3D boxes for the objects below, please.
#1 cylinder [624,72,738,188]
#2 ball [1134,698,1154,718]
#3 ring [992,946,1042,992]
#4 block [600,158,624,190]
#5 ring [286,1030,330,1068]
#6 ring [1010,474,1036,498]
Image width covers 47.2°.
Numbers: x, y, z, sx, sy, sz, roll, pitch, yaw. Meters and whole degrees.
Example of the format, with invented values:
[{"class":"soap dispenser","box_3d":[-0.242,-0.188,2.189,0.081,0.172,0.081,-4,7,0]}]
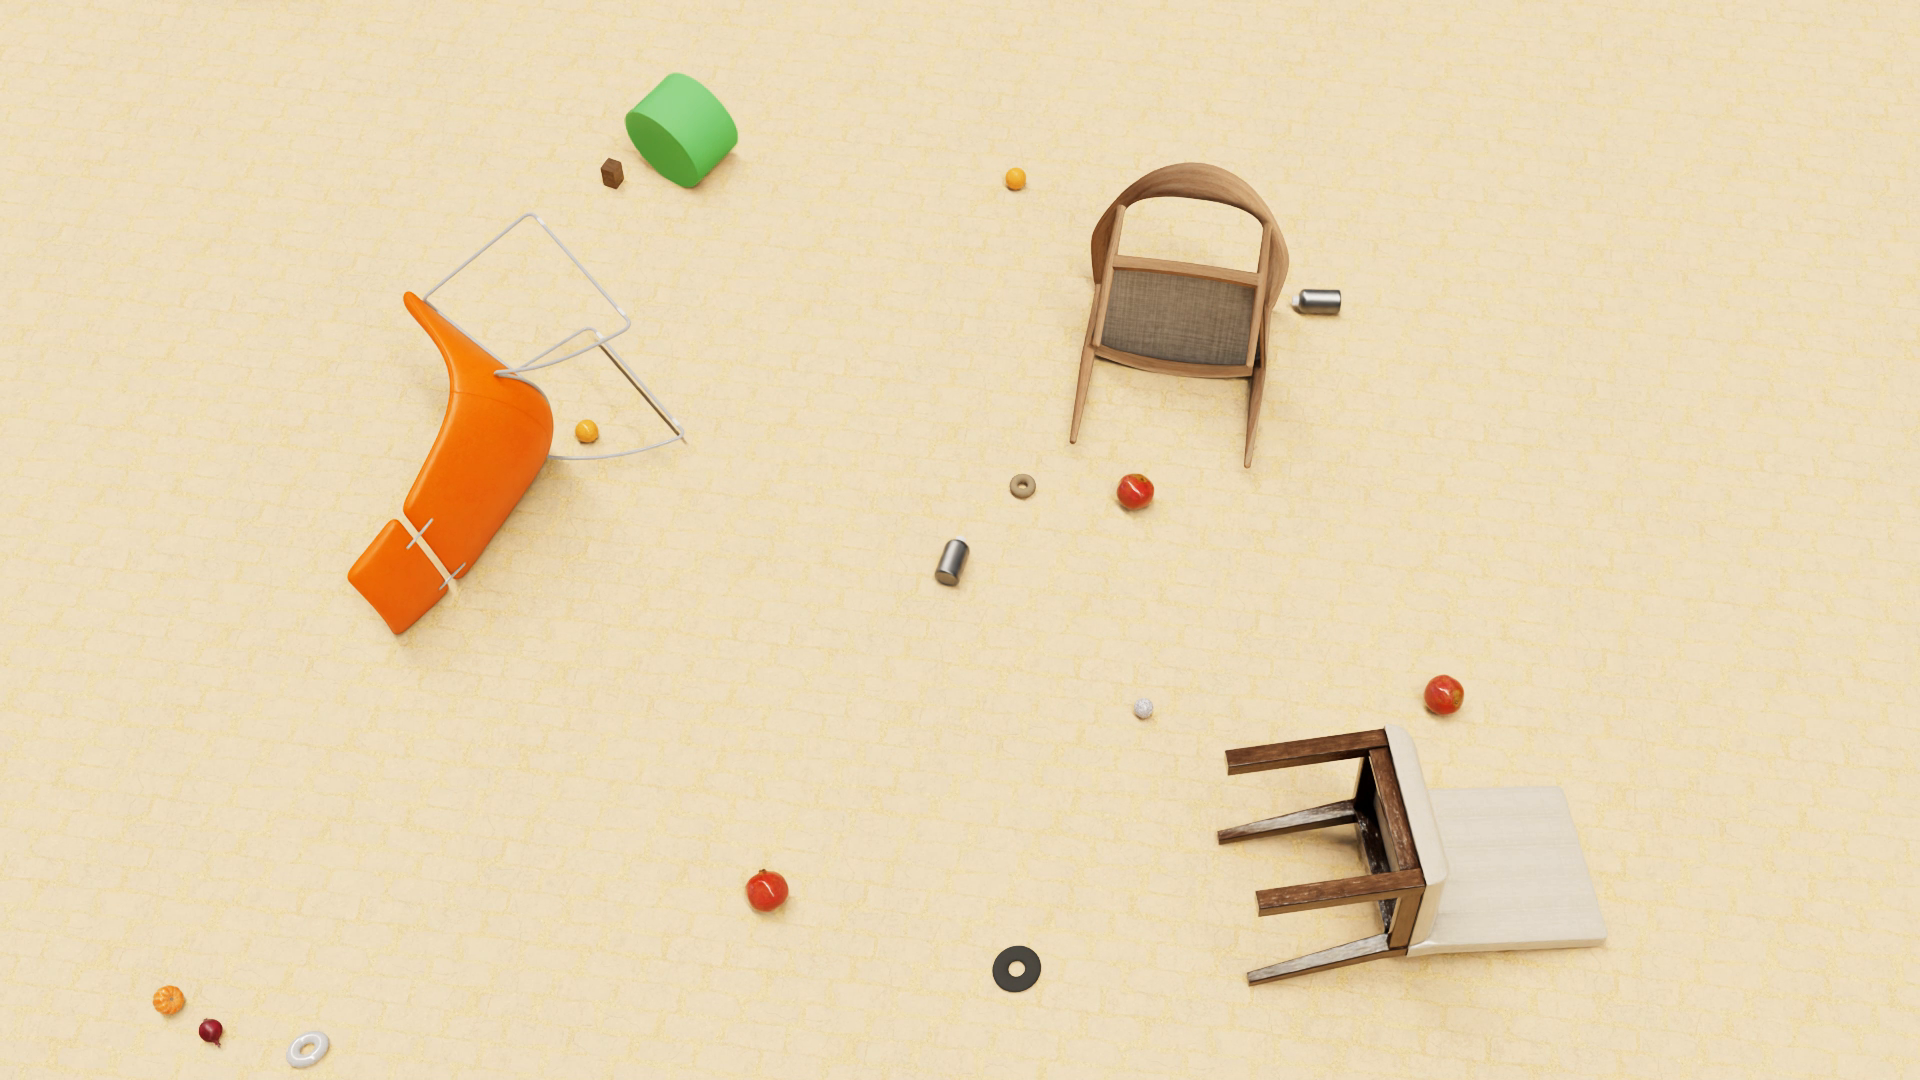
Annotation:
[{"class":"cylinder","box_3d":[-0.927,-1.367,7.328,0.318,0.243,0.222,46,62,-13]},{"class":"ball","box_3d":[0.520,0.475,6.221,0.057,0.057,0.057,0,56,0]},{"class":"ring","box_3d":[0.150,1.132,5.805,0.125,0.016,0.137,35,63,21]},{"class":"block","box_3d":[-1.161,-1.224,7.346,0.050,0.081,0.054,21,59,13]},{"class":"ring","box_3d":[-1.684,1.314,5.675,0.116,0.029,0.089,-31,61,-20]},{"class":"ring","box_3d":[0.190,-0.164,6.665,0.080,0.033,0.083,-6,58,-3]}]
